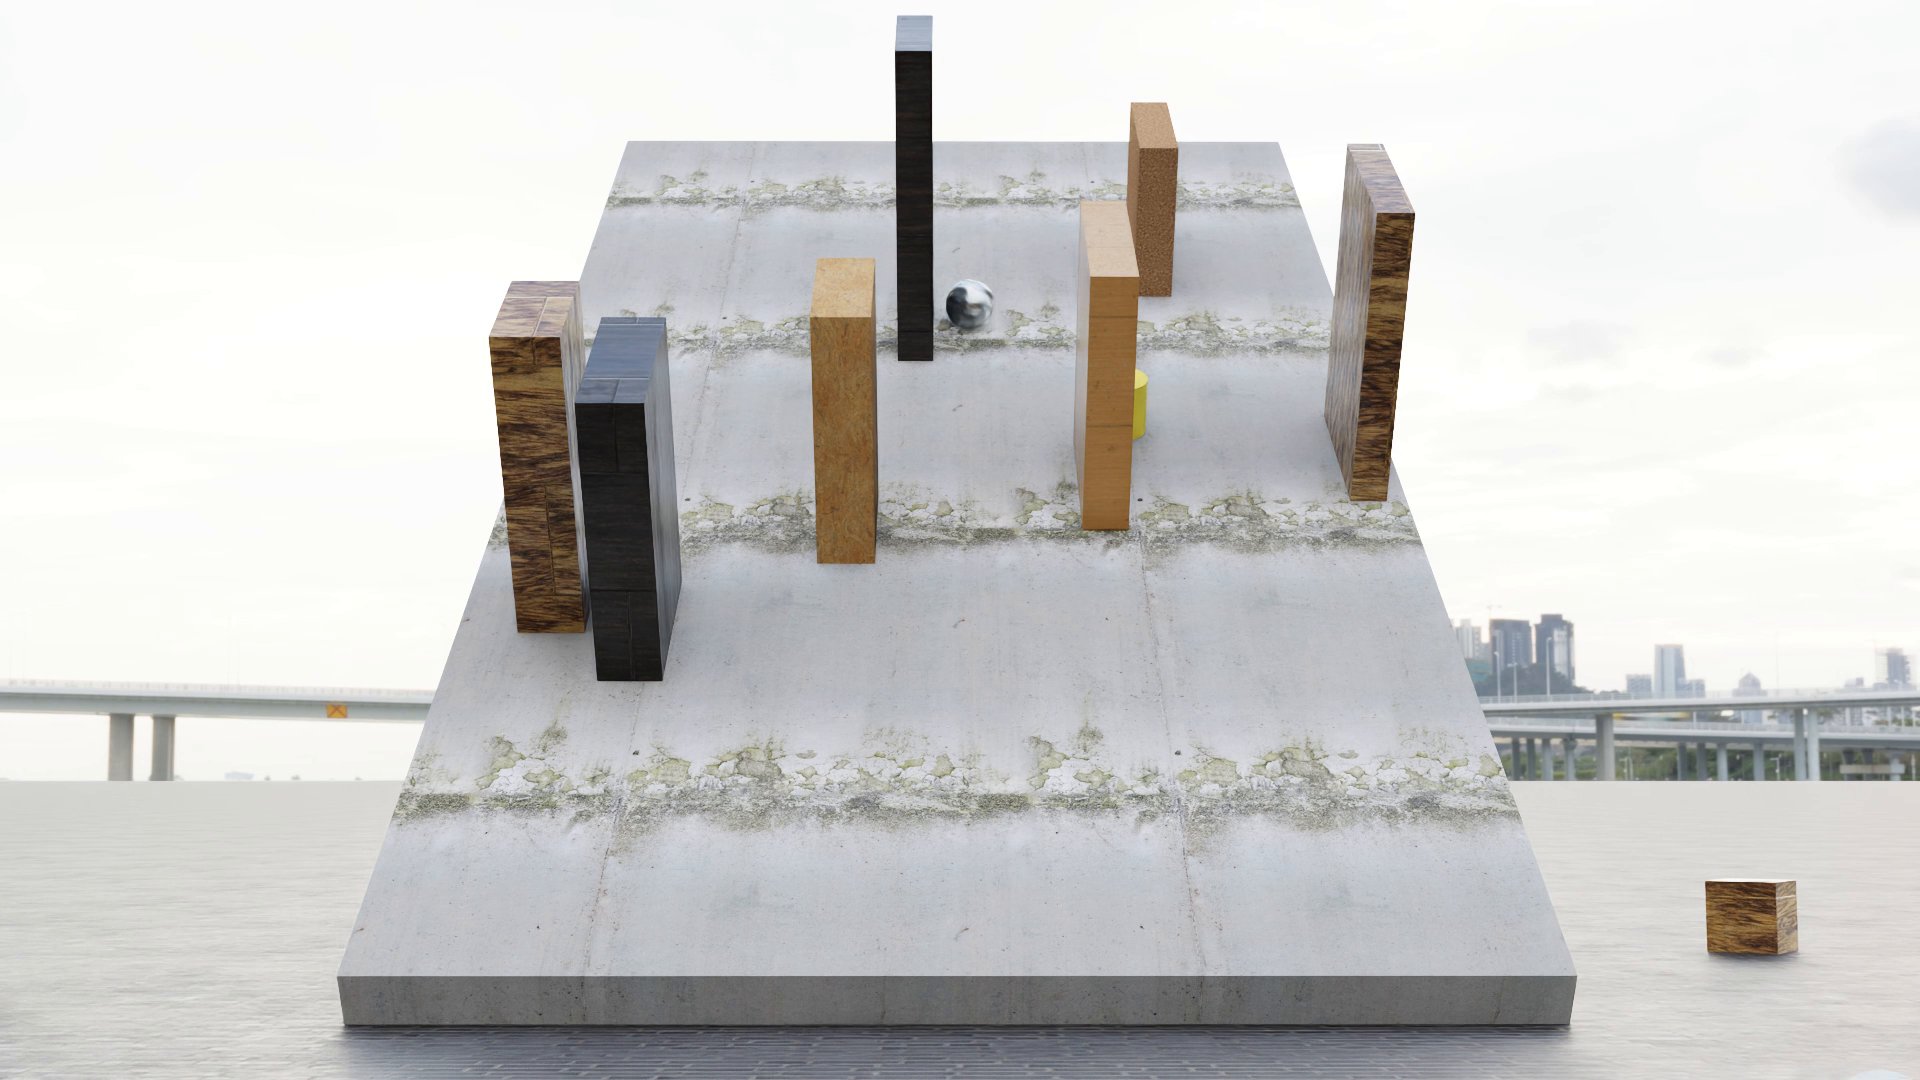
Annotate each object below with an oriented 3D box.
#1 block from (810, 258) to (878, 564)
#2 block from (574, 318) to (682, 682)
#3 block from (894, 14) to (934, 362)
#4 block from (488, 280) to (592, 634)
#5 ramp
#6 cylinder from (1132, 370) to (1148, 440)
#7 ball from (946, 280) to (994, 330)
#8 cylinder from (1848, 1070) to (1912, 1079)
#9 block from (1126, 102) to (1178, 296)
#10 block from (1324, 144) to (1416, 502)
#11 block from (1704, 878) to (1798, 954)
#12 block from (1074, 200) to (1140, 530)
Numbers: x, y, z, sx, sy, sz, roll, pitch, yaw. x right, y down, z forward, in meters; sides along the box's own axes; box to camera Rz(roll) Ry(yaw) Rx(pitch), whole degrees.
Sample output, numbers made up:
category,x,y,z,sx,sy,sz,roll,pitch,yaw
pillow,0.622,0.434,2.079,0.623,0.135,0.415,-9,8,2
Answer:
category,x,y,z,sx,sy,sz,roll,pitch,yaw
block,-0.240,-0.272,5.050,0.121,0.563,0.312,0,29,0
block,-0.639,-0.081,4.667,0.126,0.596,0.389,0,29,0
block,-0.110,-0.858,5.881,0.088,0.790,0.285,0,29,0
block,-0.817,-0.163,4.762,0.134,0.646,0.274,0,29,0
ramp,-0.012,-0.218,5.641,2.000,0.100,4.000,0,29,0
cylinder,0.369,-0.317,5.584,0.130,0.130,0.130,0,29,0
ball,0.026,-0.599,6.098,0.126,0.126,0.126,0,-6,0
cylinder,0.886,0.577,2.325,0.114,0.114,0.114,-3,-7,31
block,0.506,-0.907,6.369,0.099,0.409,0.365,0,29,0
block,0.904,-0.486,5.328,0.080,0.677,0.429,0,29,0
block,1.835,0.870,5.558,0.161,0.161,0.161,-4,-7,35
block,0.314,-0.383,5.227,0.100,0.591,0.432,0,29,0
